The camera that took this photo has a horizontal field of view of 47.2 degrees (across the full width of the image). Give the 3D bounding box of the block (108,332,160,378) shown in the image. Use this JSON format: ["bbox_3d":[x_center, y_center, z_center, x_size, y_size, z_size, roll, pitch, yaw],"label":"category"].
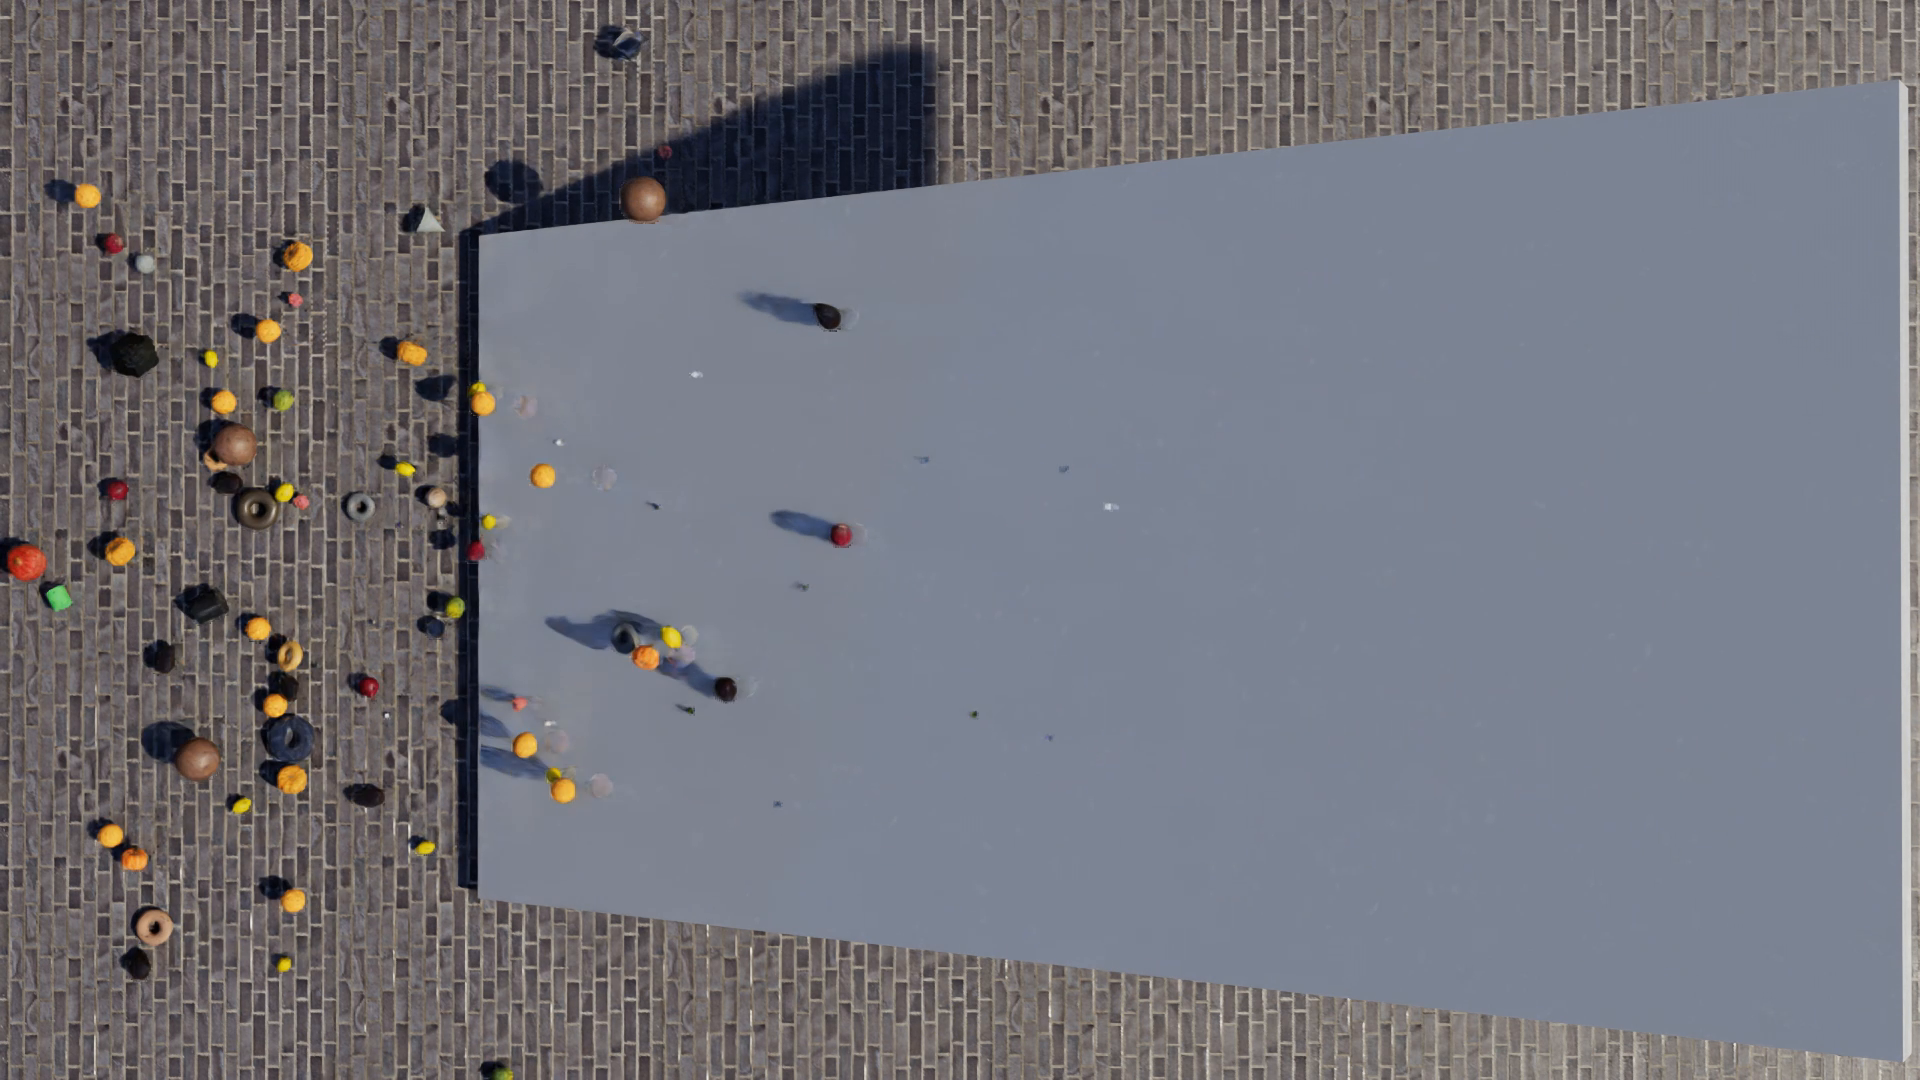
[{"bbox_3d":[-2.492,-0.558,6.633,0.090,0.090,0.090,11,128,26],"label":"block"}]

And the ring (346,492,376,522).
[{"bbox_3d":[-1.826,-0.100,6.703,0.091,0.030,0.091,0,90,1],"label":"ring"}]

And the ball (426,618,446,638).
[{"bbox_3d":[-1.594,0.268,6.686,0.058,0.058,0.058,0,90,0],"label":"ball"}]

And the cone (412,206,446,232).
[{"bbox_3d":[-1.608,-0.959,6.706,0.087,0.087,0.087,24,89,-26],"label":"cone"}]

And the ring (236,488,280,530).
[{"bbox_3d":[-2.138,-0.093,6.697,0.129,0.043,0.129,0,90,-1],"label":"ring"}]

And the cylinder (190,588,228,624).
[{"bbox_3d":[-2.280,0.199,6.674,0.083,0.083,0.083,-24,90,0],"label":"cylinder"}]

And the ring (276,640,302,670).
[{"bbox_3d":[-2.027,0.350,6.648,0.094,0.031,0.094,-7,76,28],"label":"ring"}]

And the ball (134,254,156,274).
[{"bbox_3d":[-2.481,-0.841,6.694,0.061,0.061,0.061,0,90,0],"label":"ball"}]

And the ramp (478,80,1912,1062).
[{"bbox_3d":[0.258,0.071,5.595,4.000,0.100,2.000,0,89,33],"label":"ramp"}]

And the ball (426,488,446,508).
[{"bbox_3d":[-1.594,-0.130,6.687,0.062,0.062,0.062,0,90,0],"label":"ball"}]

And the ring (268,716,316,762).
[{"bbox_3d":[-2.031,0.606,6.688,0.143,0.048,0.143,0,89,-1],"label":"ring"}]

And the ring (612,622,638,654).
[{"bbox_3d":[-0.960,0.279,6.296,0.094,0.031,0.094,0,91,32],"label":"ring"}]

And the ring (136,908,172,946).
[{"bbox_3d":[-2.451,1.177,6.688,0.111,0.037,0.111,0,88,1],"label":"ring"}]

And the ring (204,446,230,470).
[{"bbox_3d":[-2.267,-0.250,6.703,0.077,0.026,0.077,1,85,-7],"label":"ring"}]

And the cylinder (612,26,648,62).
[{"bbox_3d":[-1.002,-1.505,6.666,0.076,0.076,0.076,42,105,0],"label":"cylinder"}]
